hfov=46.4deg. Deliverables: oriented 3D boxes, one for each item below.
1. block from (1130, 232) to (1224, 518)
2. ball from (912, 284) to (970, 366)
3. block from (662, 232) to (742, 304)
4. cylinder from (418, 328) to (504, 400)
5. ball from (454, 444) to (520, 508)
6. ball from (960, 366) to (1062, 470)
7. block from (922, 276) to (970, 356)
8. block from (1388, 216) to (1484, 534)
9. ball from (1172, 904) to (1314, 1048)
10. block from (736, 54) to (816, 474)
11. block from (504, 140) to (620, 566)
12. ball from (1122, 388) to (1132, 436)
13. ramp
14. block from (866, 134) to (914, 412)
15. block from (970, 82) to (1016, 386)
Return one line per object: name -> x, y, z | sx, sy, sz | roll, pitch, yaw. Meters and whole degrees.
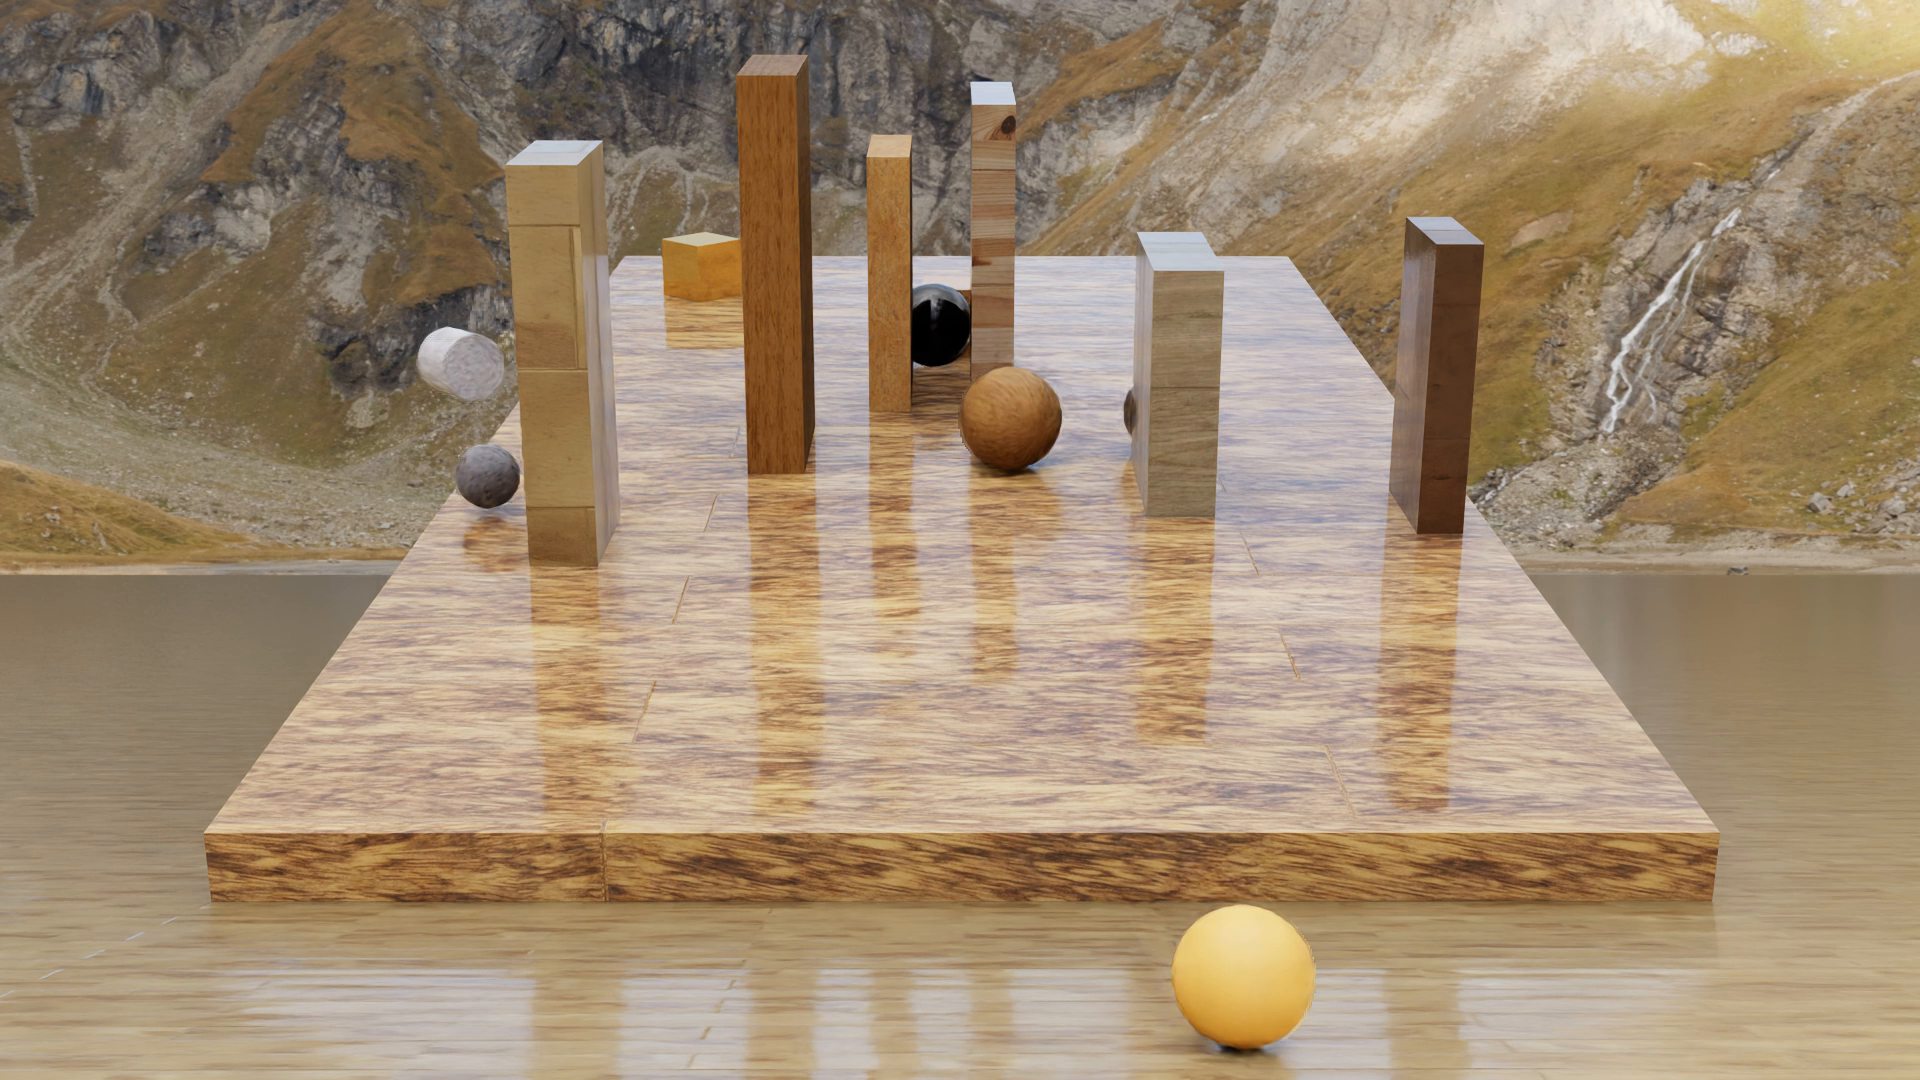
block -> 0.420, -0.330, 4.379 | 0.130, 0.477, 0.395 | 0, 18, 0
ball -> -0.065, -0.519, 5.399 | 0.200, 0.200, 0.200 | 0, -1, 0
block -> -0.712, -0.755, 6.188 | 0.156, 0.156, 0.156 | 17, 25, 42
cylinder -> -1.232, -0.437, 5.526 | 0.160, 0.160, 0.160 | 1, 10, -37
ball -> -0.902, -0.122, 4.271 | 0.123, 0.123, 0.123 | 0, -1, 0
ball -> 0.103, -0.249, 4.559 | 0.209, 0.209, 0.209 | 0, -1, 0
block -> -0.012, -0.559, 5.577 | 0.165, 0.165, 0.165 | 1, 18, 4
block -> 0.894, -0.314, 4.222 | 0.086, 0.544, 0.283 | 0, 18, 0
ball -> 0.262, 0.404, 2.074 | 0.131, 0.131, 0.131 | 0, -1, 0
block -> -0.373, -0.572, 4.598 | 0.115, 0.797, 0.378 | 0, 18, 0
block -> -0.706, -0.337, 4.012 | 0.122, 0.713, 0.289 | 0, 18, 0
ball -> 0.424, -0.269, 4.693 | 0.164, 0.164, 0.164 | 0, -1, 0
ramp -> -0.004, -0.188, 4.868 | 2.000, 0.100, 4.000 | 0, 18, 0
block -> -0.157, -0.612, 5.091 | 0.093, 0.568, 0.349 | 0, 18, 0
block -> 0.072, -0.670, 5.083 | 0.094, 0.683, 0.414 | 0, 18, 0
